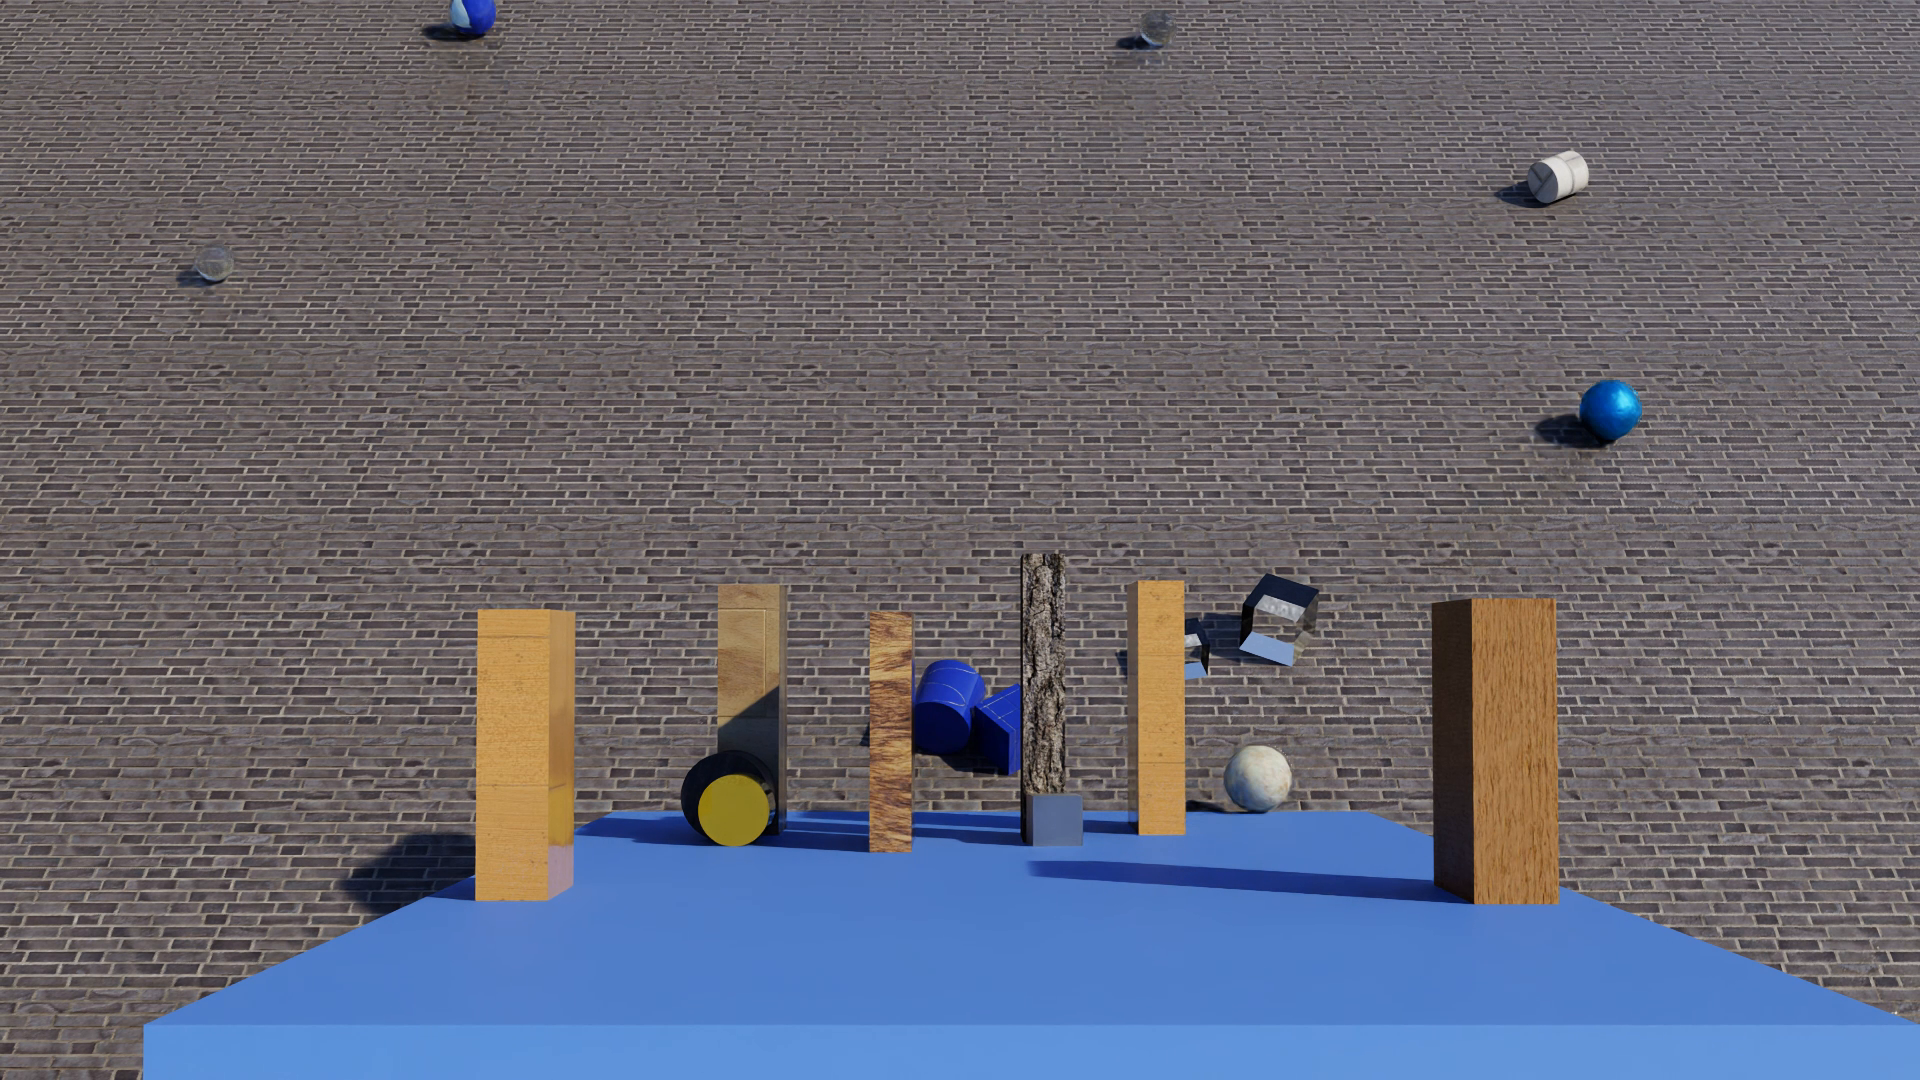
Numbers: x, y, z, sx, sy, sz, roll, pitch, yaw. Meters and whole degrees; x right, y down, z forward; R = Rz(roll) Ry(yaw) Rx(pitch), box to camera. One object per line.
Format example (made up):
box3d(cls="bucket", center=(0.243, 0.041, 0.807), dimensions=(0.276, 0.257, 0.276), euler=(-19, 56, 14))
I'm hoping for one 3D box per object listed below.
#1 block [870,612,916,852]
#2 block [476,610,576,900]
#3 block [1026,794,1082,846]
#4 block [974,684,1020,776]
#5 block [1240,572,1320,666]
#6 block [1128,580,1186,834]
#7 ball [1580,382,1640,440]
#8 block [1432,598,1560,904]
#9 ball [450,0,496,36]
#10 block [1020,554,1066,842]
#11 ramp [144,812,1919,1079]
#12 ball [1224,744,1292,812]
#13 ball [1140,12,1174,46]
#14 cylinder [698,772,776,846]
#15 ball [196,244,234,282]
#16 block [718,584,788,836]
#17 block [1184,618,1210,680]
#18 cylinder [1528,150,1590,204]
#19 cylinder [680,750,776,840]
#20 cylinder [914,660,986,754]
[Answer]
box3d(cls="block", center=(-0.147, 0.414, 5.712), dimensions=(0.088, 0.508, 0.438), euler=(0, -3, 0))
box3d(cls="block", center=(-0.759, 0.371, 4.561), dimensions=(0.123, 0.493, 0.294), euler=(0, -3, 0))
box3d(cls="block", center=(0.207, 0.614, 5.713), dimensions=(0.109, 0.109, 0.109), euler=(0, -3, -6))
box3d(cls="block", center=(0.147, 0.523, 7.191), dimensions=(0.152, 0.152, 0.152), euler=(-25, 44, -30))
box3d(cls="block", center=(0.928, 0.231, 7.566), dimensions=(0.168, 0.168, 0.168), euler=(19, 41, 23))
box3d(cls="block", center=(0.467, 0.397, 6.229), dimensions=(0.107, 0.588, 0.397), euler=(0, -3, 0))
box3d(cls="ball", center=(2.101, -0.419, 8.414), dimensions=(0.188, 0.188, 0.188), euler=(0, 37, 0))
box3d(cls="block", center=(0.929, 0.361, 4.537), dimensions=(0.142, 0.510, 0.372), euler=(0, -3, 0))
box3d(cls="ball", center=(-2.014, -2.182, 10.757), dimensions=(0.193, 0.193, 0.193), euler=(0, 37, 0))
box3d(cls="block", center=(0.187, 0.356, 5.909), dimensions=(0.094, 0.641, 0.253), euler=(0, -3, 0))
box3d(cls="ramp", center=(0.081, 0.684, 4.924), dimensions=(2.000, 0.100, 4.000), euler=(0, -3, 0))
box3d(cls="ball", center=(0.787, 0.631, 6.879), dimensions=(0.179, 0.179, 0.179), euler=(0, 37, 0))
box3d(cls="ball", center=(0.812, -2.100, 10.690), dimensions=(0.142, 0.142, 0.142), euler=(0, 37, 0))
box3d(cls="cylinder", center=(-0.491, 0.592, 5.734), dimensions=(0.156, 0.156, 0.156), euler=(1, -3, 1))
box3d(cls="ball", center=(-2.639, -0.981, 9.211), dimensions=(0.128, 0.128, 0.128), euler=(0, 37, 0))
box3d(cls="block", center=(-0.490, 0.399, 6.161), dimensions=(0.142, 0.579, 0.283), euler=(0, -3, 0))
box3d(cls="block", center=(0.640, 0.317, 7.491), dimensions=(0.122, 0.122, 0.122), euler=(-8, 38, -10))
box3d(cls="cylinder", center=(2.227, -1.352, 9.681), dimensions=(0.158, 0.158, 0.158), euler=(-22, 42, -27))
box3d(cls="cylinder", center=(-0.525, 0.579, 5.912), dimensions=(0.197, 0.197, 0.197), euler=(1, -3, 1))
box3d(cls="cylinder", center=(-0.041, 0.464, 7.241), dimensions=(0.187, 0.187, 0.187), euler=(9, 38, 11))
